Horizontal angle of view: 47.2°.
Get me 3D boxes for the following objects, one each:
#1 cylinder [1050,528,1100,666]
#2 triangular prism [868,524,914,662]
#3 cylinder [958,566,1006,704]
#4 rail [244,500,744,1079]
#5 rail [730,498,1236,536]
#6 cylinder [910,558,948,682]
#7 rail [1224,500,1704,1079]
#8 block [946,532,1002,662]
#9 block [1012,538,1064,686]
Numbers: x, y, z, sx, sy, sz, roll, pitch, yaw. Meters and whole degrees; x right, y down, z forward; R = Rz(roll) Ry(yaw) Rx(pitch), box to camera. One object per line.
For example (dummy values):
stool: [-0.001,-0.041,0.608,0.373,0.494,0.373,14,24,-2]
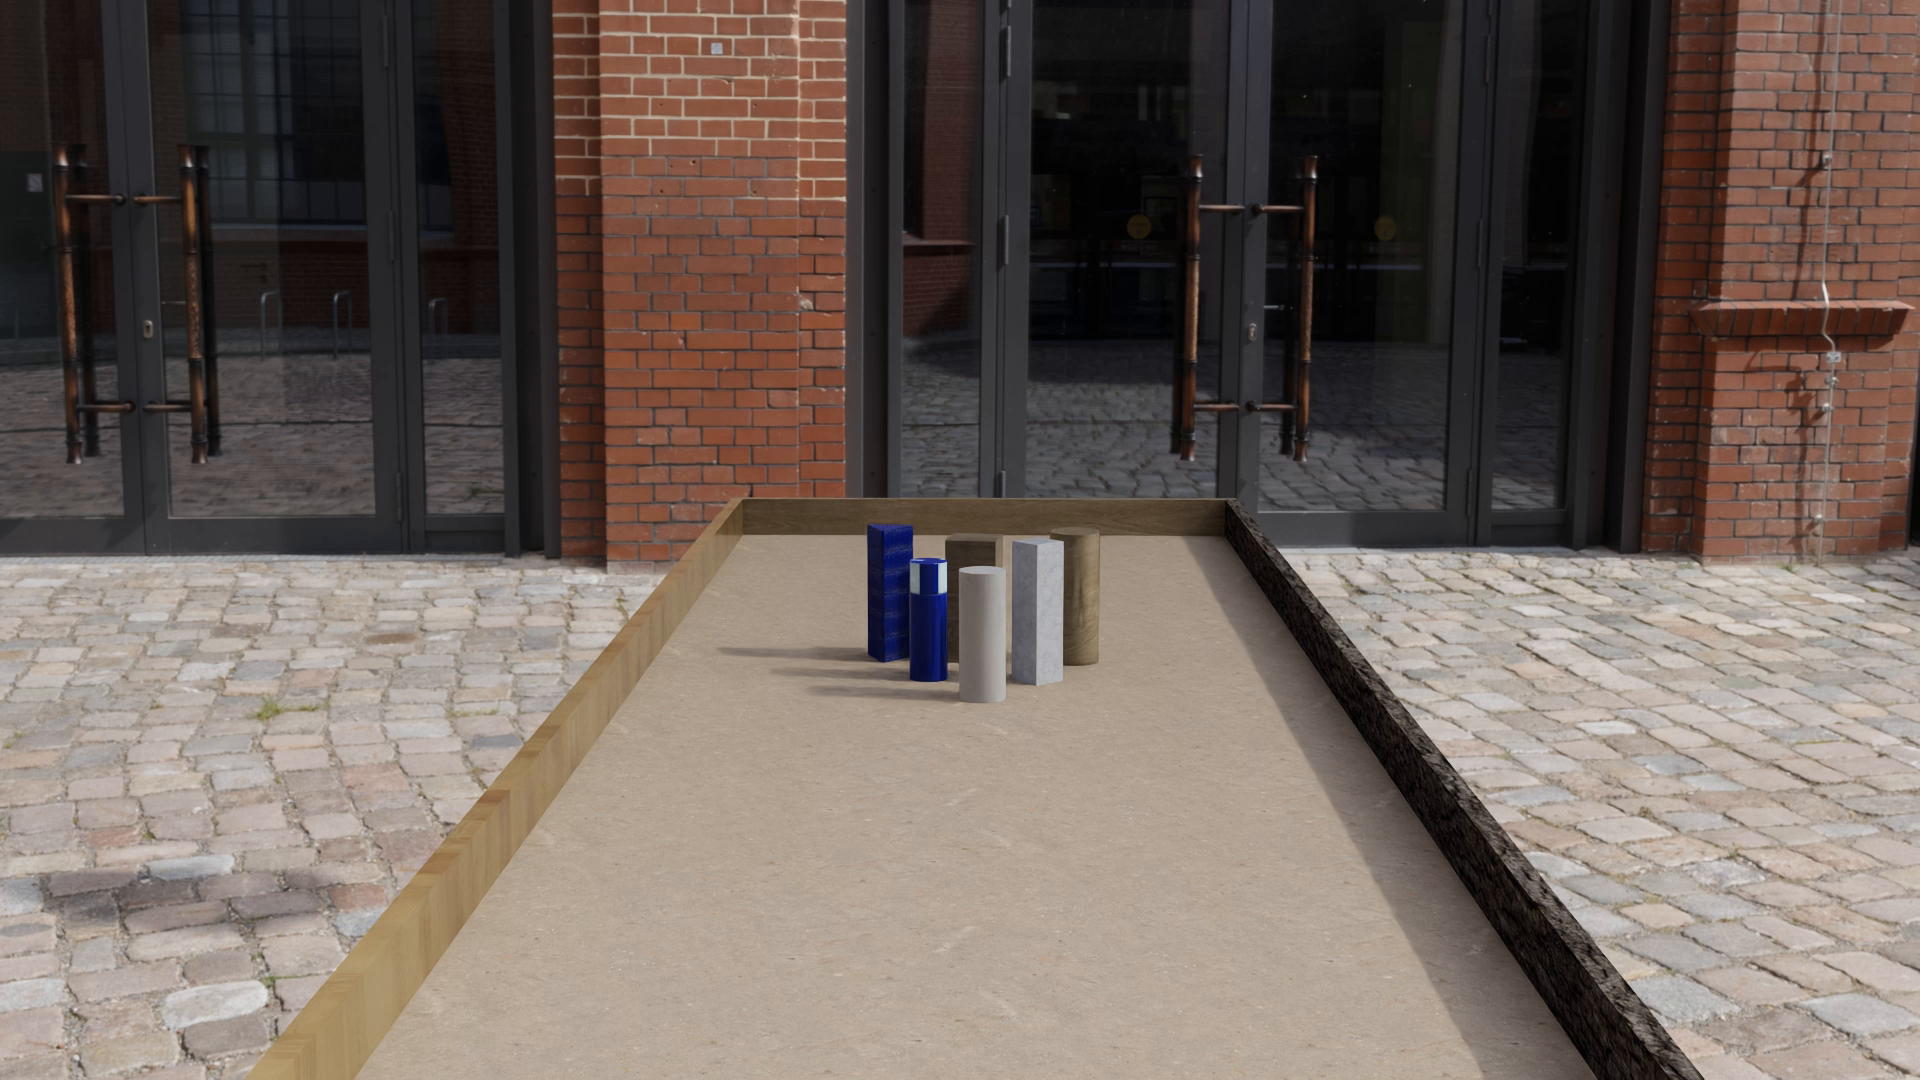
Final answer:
cylinder: [0.347,0.170,6.661,0.152,0.399,0.152,0,9,0]
triangular prism: [-0.235,0.157,6.723,0.122,0.405,0.140,7,12,39]
cylinder: [0.063,0.264,6.172,0.133,0.366,0.133,0,9,0]
rail: [-1.004,0.839,3.234,0.050,0.150,12.000,0,9,1]
rail: [0.099,-0.098,9.147,2.100,0.150,0.050,0,9,1]
cylinder: [-0.092,0.233,6.427,0.112,0.348,0.112,0,9,0]
rail: [1.046,0.843,3.208,0.050,0.150,12.000,0,9,1]
block: [0.043,0.176,6.700,0.153,0.374,0.153,1,9,9]
block: [0.225,0.206,6.394,0.106,0.411,0.106,-8,12,-41]
